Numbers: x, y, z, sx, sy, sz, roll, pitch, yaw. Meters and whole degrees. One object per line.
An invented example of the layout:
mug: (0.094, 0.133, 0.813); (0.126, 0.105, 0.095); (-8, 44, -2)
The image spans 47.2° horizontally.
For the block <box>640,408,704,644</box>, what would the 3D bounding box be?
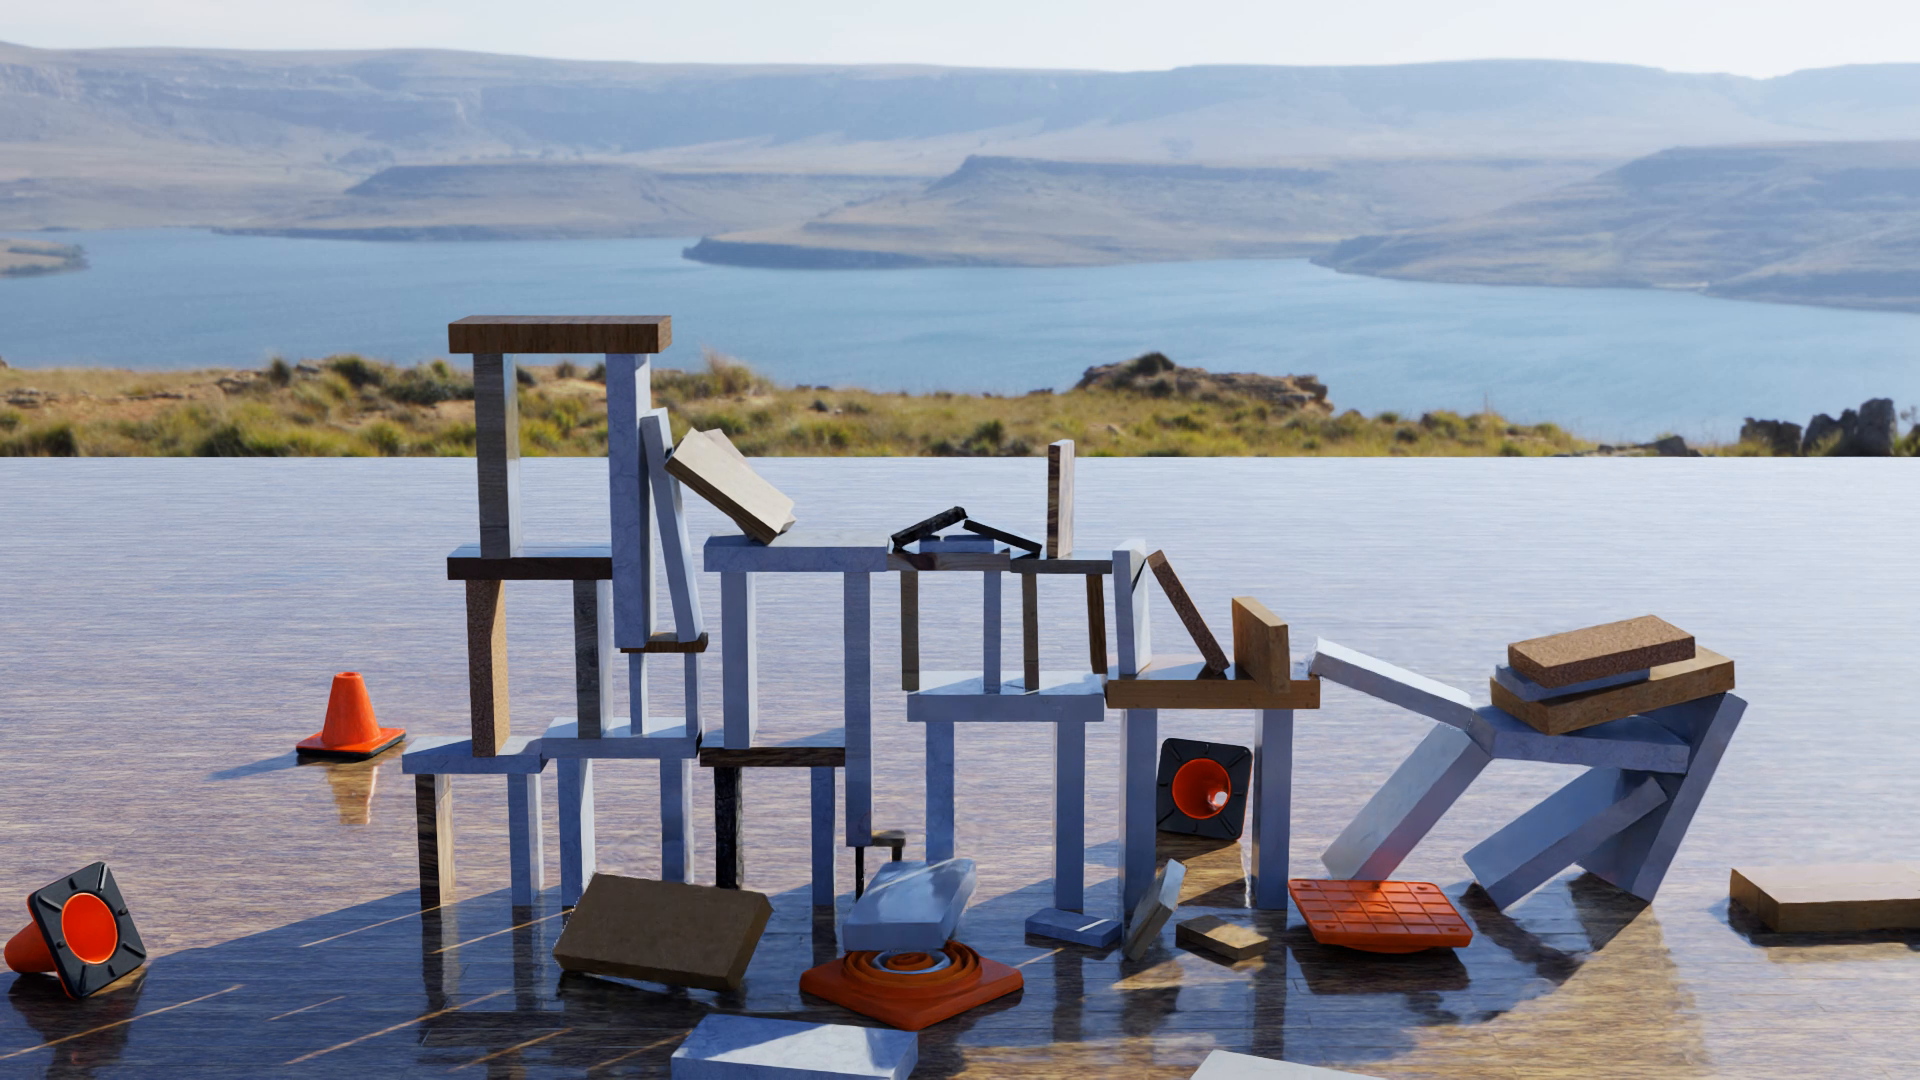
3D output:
block: (-0.465, -0.025, 3.557); (0.029, 0.369, 0.103); (-8, 10, 1)

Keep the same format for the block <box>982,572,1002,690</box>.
block: (0.052, 0.137, 3.586); (0.028, 0.197, 0.099); (0, 11, 0)

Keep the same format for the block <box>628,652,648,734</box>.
block: (-0.527, 0.243, 3.604); (0.019, 0.135, 0.068); (0, 11, 0)

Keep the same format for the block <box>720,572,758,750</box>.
block: (-0.360, 0.181, 3.597); (0.041, 0.292, 0.146); (0, 11, 0)

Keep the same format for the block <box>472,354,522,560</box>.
block: (-0.741, -0.145, 3.532); (0.046, 0.326, 0.163); (-1, 11, -4)

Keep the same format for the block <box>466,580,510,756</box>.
block: (-0.771, 0.195, 3.594); (0.037, 0.292, 0.131); (0, 11, -1)

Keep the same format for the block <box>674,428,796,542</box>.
block: (-0.367, -0.091, 3.594); (0.207, 0.029, 0.104); (49, 28, 13)

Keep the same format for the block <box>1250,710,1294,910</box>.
block: (0.517, 0.421, 3.648); (0.048, 0.340, 0.170); (1, 11, 4)

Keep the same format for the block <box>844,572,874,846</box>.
block: (-0.165, 0.262, 3.612); (0.041, 0.456, 0.146); (0, 11, -1)

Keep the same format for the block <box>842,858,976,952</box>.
block: (-0.075, 0.566, 3.426); (0.150, 0.043, 0.316); (-4, 8, 10)

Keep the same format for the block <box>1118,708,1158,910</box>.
block: (0.294, 0.422, 3.642); (0.048, 0.340, 0.170); (0, 11, 0)

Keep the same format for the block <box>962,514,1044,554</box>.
block: (0.071, -0.010, 3.575); (0.131, 0.017, 0.060); (19, 9, 1)

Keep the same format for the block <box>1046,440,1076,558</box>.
block: (0.163, -0.067, 3.554); (0.020, 0.183, 0.069); (5, 12, 23)

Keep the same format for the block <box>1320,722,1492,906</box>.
block: (0.740, 0.449, 3.665); (0.046, 0.325, 0.162); (39, 6, -9)

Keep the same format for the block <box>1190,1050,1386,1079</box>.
block: (0.497, 0.727, 2.849); (0.385, 0.031, 0.109); (5, 11, 23)

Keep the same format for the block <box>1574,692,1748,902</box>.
block: (1.169, 0.408, 3.693); (0.049, 0.367, 0.175); (25, 1, -21)

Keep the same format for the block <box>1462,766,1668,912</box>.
block: (0.998, 0.478, 3.645); (0.325, 0.046, 0.162); (-35, 10, 6)

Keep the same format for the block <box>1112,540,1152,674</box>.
block: (0.280, 0.108, 3.577); (0.029, 0.203, 0.102); (0, 10, 19)

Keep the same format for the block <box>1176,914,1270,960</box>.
block: (0.411, 0.622, 3.444); (0.069, 0.020, 0.138); (-8, 13, -37)

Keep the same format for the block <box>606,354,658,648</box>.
block: (-0.529, -0.074, 3.545); (0.046, 0.471, 0.163); (0, 11, 0)

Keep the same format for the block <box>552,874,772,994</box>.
block: (-0.447, 0.589, 3.305); (0.301, 0.043, 0.150); (2, 46, 25)

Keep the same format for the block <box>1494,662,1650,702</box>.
block: (1.001, 0.214, 3.597); (0.219, 0.031, 0.109); (-10, 16, -10)

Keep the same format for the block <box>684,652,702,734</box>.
block: (-0.437, 0.243, 3.604); (0.019, 0.135, 0.068); (0, 11, 0)

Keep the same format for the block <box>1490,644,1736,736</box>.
block: (1.076, 0.236, 3.632); (0.349, 0.049, 0.175); (-12, 16, -15)

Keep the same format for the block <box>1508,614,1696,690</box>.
block: (1.040, 0.180, 3.571); (0.262, 0.037, 0.131); (-11, 16, -11)

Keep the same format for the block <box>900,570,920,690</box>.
block: (-0.081, 0.137, 3.586); (0.028, 0.197, 0.099); (0, 11, 0)

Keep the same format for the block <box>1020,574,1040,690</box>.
block: (0.114, 0.140, 3.586); (0.023, 0.191, 0.082); (-2, 11, 0)

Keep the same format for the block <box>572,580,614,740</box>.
block: (-0.598, 0.181, 3.590); (0.037, 0.262, 0.131); (0, 11, 0)

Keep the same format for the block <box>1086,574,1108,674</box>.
block: (0.222, 0.129, 3.581); (0.023, 0.164, 0.082); (-4, 10, 1)

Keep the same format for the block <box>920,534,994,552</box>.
block: (-0.006, 0.005, 3.558); (0.120, 0.017, 0.060); (0, 11, -2)

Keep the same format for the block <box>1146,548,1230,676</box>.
block: (0.370, 0.116, 3.576); (0.029, 0.203, 0.102); (-31, 9, 5)
